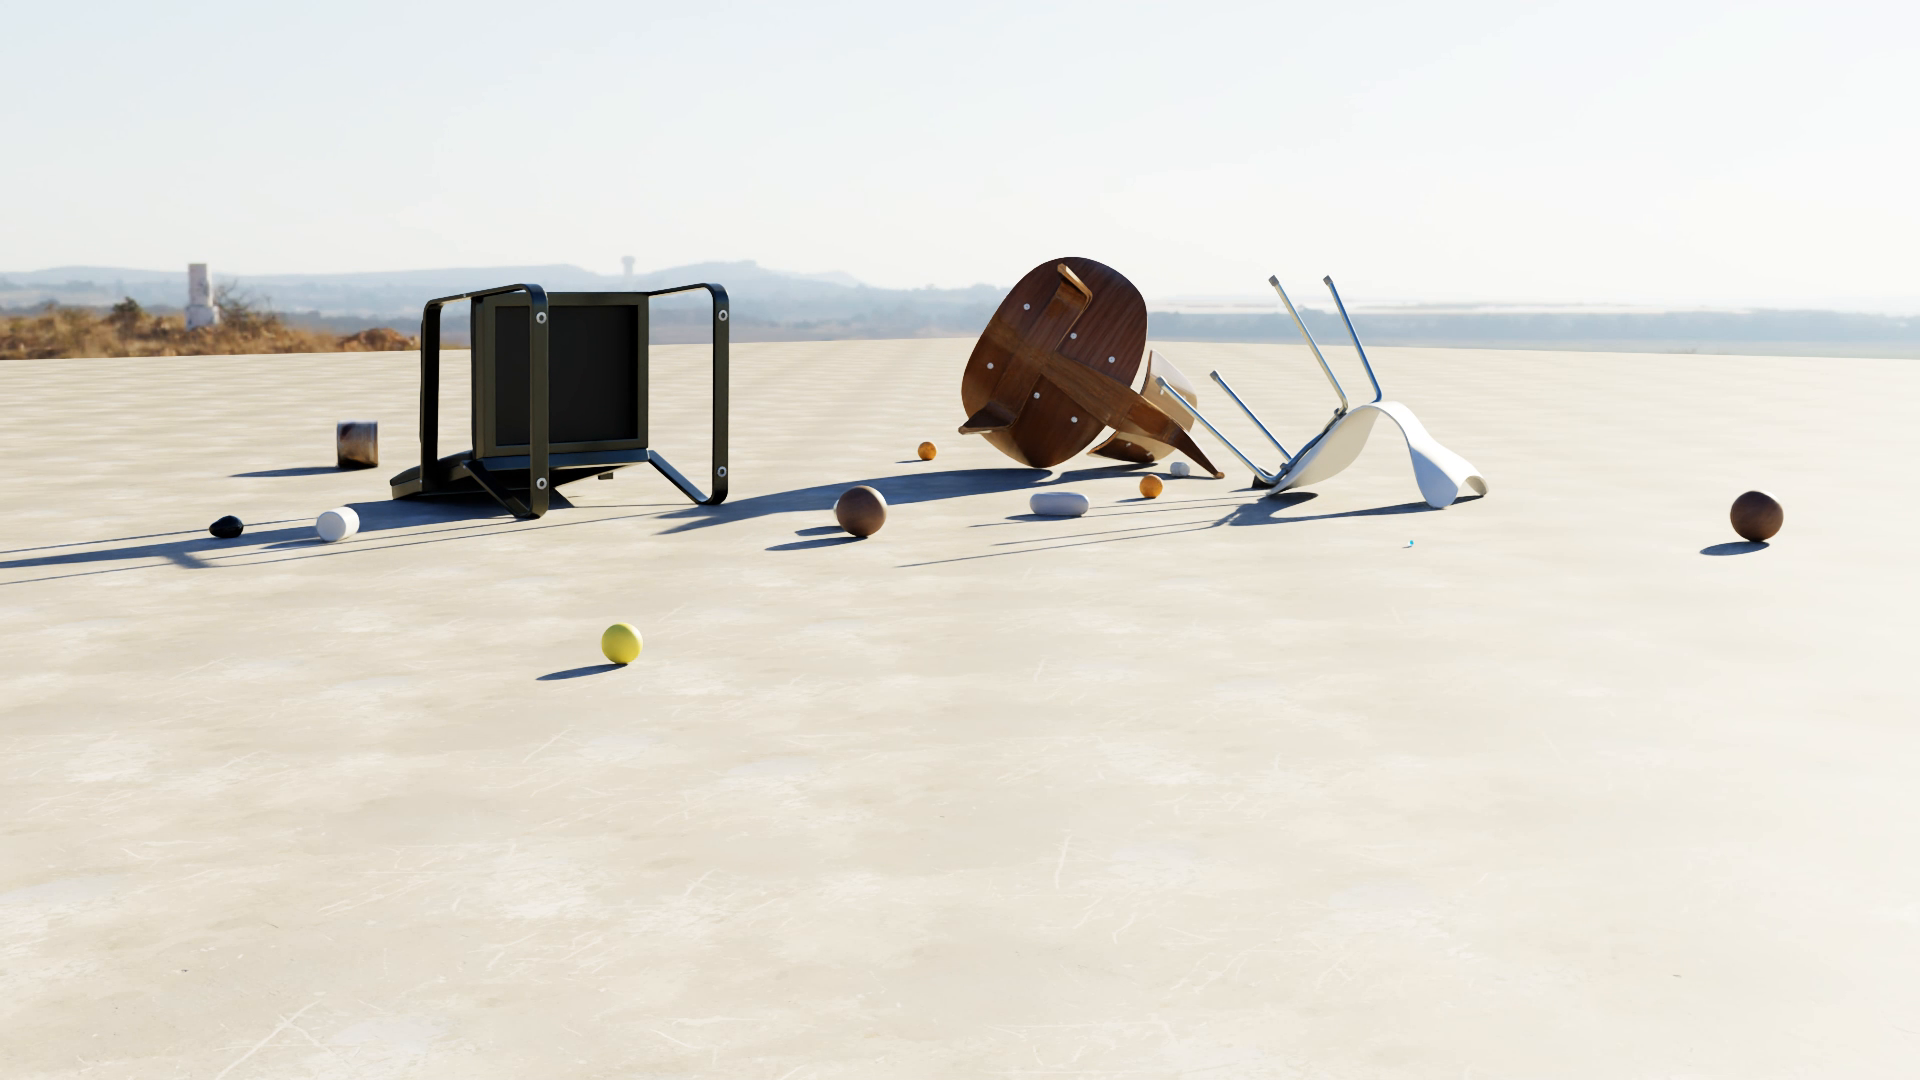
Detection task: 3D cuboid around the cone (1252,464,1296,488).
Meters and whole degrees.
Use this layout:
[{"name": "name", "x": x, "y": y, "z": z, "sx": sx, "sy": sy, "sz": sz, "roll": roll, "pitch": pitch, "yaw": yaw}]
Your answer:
[{"name": "cone", "x": 0.986, "y": -0.181, "z": 7.989, "sx": 0.140, "sy": 0.075, "sz": 0.082, "roll": 16, "pitch": 6, "yaw": 8}]

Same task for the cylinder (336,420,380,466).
[{"name": "cylinder", "x": -2.079, "y": -0.335, "z": 8.870, "sx": 0.136, "sy": 0.162, "sz": 0.294, "roll": -1, "pitch": 2, "yaw": -11}]

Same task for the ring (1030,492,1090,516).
[{"name": "ring", "x": 0.274, "y": -0.100, "z": 7.086, "sx": 0.188, "sy": 0.061, "sz": 0.087, "roll": 2, "pitch": 8, "yaw": 33}]

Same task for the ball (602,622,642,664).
[{"name": "ball", "x": -0.575, "y": 0.176, "z": 4.362, "sx": 0.070, "sy": 0.070, "sz": 0.070, "roll": 0, "pitch": 6, "yaw": 0}]
